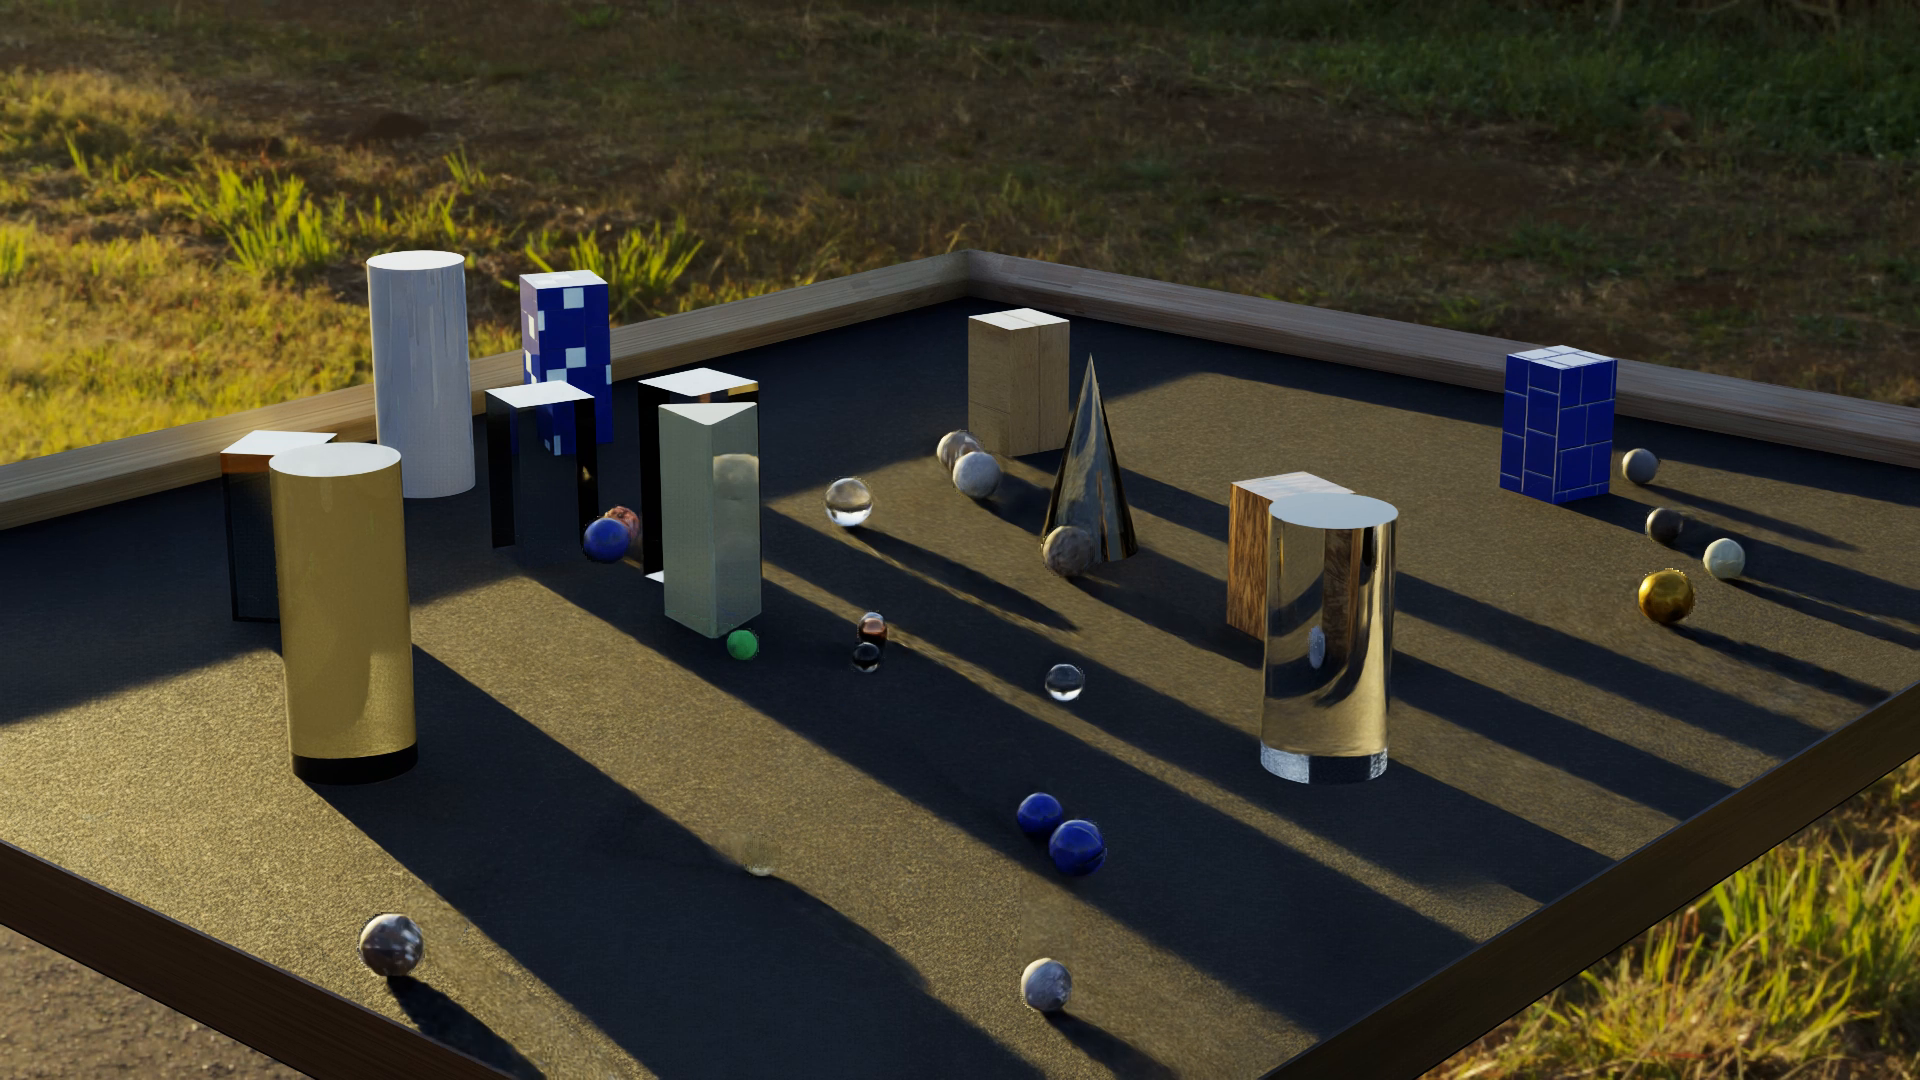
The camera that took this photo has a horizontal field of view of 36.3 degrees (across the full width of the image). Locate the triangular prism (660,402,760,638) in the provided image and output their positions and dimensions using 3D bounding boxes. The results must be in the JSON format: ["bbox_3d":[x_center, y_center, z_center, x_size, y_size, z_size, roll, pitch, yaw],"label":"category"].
[{"bbox_3d":[-0.399,-0.042,4.935,0.140,0.369,0.161,-12,20,-34],"label":"triangular prism"}]

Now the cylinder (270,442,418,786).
[{"bbox_3d":[-0.897,0.107,4.277,0.186,0.465,0.186,0,17,0],"label":"cylinder"}]

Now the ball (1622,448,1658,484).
[{"bbox_3d":[1.344,-0.146,5.794,0.070,0.070,0.070,0,17,0],"label":"ball"}]

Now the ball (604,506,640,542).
[{"bbox_3d":[-0.625,-0.026,5.398,0.071,0.071,0.071,0,17,0],"label":"ball"}]

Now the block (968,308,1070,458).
[{"bbox_3d":[0.121,-0.326,6.050,0.149,0.267,0.149,-11,20,-33],"label":"block"}]

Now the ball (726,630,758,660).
[{"bbox_3d":[-0.356,0.170,4.784,0.050,0.050,0.050,0,17,0],"label":"ball"}]

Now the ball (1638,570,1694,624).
[{"bbox_3d":[1.193,0.097,4.957,0.090,0.090,0.090,0,17,0],"label":"ball"}]

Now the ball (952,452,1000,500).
[{"bbox_3d":[0.033,-0.125,5.686,0.093,0.093,0.093,0,17,0],"label":"ball"}]

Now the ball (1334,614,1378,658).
[{"bbox_3d":[0.647,0.157,4.790,0.072,0.072,0.072,0,17,0],"label":"ball"}]

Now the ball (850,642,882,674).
[{"bbox_3d":[-0.150,0.190,4.718,0.050,0.050,0.050,0,17,0],"label":"ball"}]

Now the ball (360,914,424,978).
[{"bbox_3d":[-0.704,0.503,3.636,0.078,0.078,0.078,0,17,0],"label":"ball"}]

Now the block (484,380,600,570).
[{"bbox_3d":[-0.756,-0.120,5.314,0.149,0.299,0.149,-10,19,-29],"label":"block"}]

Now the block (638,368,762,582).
[{"bbox_3d":[-0.458,-0.106,5.169,0.149,0.356,0.149,-16,23,-42],"label":"block"}]

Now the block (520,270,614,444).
[{"bbox_3d":[-0.818,-0.377,6.097,0.149,0.337,0.149,-7,18,-21],"label":"block"}]

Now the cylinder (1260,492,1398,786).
[{"bbox_3d":[0.539,0.143,4.289,0.186,0.388,0.186,0,17,0],"label":"cylinder"}]

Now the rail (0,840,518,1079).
[{"bbox_3d":[-1.215,0.435,3.782,3.205,0.121,0.045,14,22,39],"label":"rail"}]

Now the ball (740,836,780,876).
[{"bbox_3d":[-0.268,0.425,3.937,0.053,0.053,0.053,0,17,0],"label":"ball"}]

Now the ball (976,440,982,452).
[{"bbox_3d":[0.019,-0.181,5.937,0.055,0.055,0.055,0,17,0],"label":"ball"}]

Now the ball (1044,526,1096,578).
[{"bbox_3d":[0.194,0.020,5.208,0.092,0.092,0.092,0,17,0],"label":"ball"}]

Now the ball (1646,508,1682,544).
[{"bbox_3d":[1.300,-0.027,5.409,0.066,0.066,0.066,0,17,0],"label":"ball"}]

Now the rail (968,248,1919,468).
[{"bbox_3d":[1.215,-0.375,6.460,3.205,0.121,0.045,14,22,39],"label":"rail"}]

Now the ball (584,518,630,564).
[{"bbox_3d":[-0.637,0.002,5.284,0.083,0.083,0.083,0,17,0],"label":"ball"}]

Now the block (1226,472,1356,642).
[{"bbox_3d":[0.552,0.031,4.904,0.149,0.247,0.149,-9,19,-28],"label":"block"}]

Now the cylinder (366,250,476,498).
[{"bbox_3d":[-1.051,-0.324,5.726,0.186,0.451,0.186,0,17,0],"label":"cylinder"}]

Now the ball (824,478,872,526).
[{"bbox_3d":[-0.210,-0.070,5.507,0.091,0.091,0.091,0,17,0],"label":"ball"}]

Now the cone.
[{"bbox_3d":[0.235,-0.162,5.333,0.186,0.368,0.186,0,17,0],"label":"cone"}]

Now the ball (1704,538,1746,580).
[{"bbox_3d":[1.356,0.034,5.198,0.072,0.072,0.072,0,17,0],"label":"ball"}]

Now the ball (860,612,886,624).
[{"bbox_3d":[-0.146,0.141,4.896,0.041,0.041,0.041,0,17,0],"label":"ball"}]

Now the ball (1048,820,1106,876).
[{"bbox_3d":[0.157,0.413,3.938,0.076,0.076,0.076,0,17,0],"label":"ball"}]

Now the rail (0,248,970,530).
[{"bbox_3d":[-1.192,-0.269,6.112,0.045,0.121,3.753,14,22,39],"label":"rail"}]

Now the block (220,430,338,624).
[{"bbox_3d":[-1.149,-0.022,4.994,0.149,0.296,0.149,3,17,9],"label":"block"}]

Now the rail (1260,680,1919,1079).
[{"bbox_3d":[1.192,0.330,4.130,0.045,0.121,3.753,14,22,39],"label":"rail"}]

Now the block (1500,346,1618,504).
[{"bbox_3d":[1.167,-0.226,5.720,0.149,0.267,0.149,-11,20,-33],"label":"block"}]

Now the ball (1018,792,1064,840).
[{"bbox_3d":[0.111,0.382,4.058,0.065,0.065,0.065,0,17,0],"label":"ball"}]

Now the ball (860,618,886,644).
[{"bbox_3d":[-0.144,0.152,4.854,0.046,0.046,0.046,0,17,0],"label":"ball"}]

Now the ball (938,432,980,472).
[{"bbox_3d":[-0.003,-0.176,5.871,0.084,0.084,0.084,0,17,0],"label":"ball"}]

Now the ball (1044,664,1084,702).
[{"bbox_3d":[0.163,0.223,4.592,0.060,0.060,0.060,0,17,0],"label":"ball"}]

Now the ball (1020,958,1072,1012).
[{"bbox_3d":[0.104,0.538,3.545,0.063,0.063,0.063,0,17,0],"label":"ball"}]
